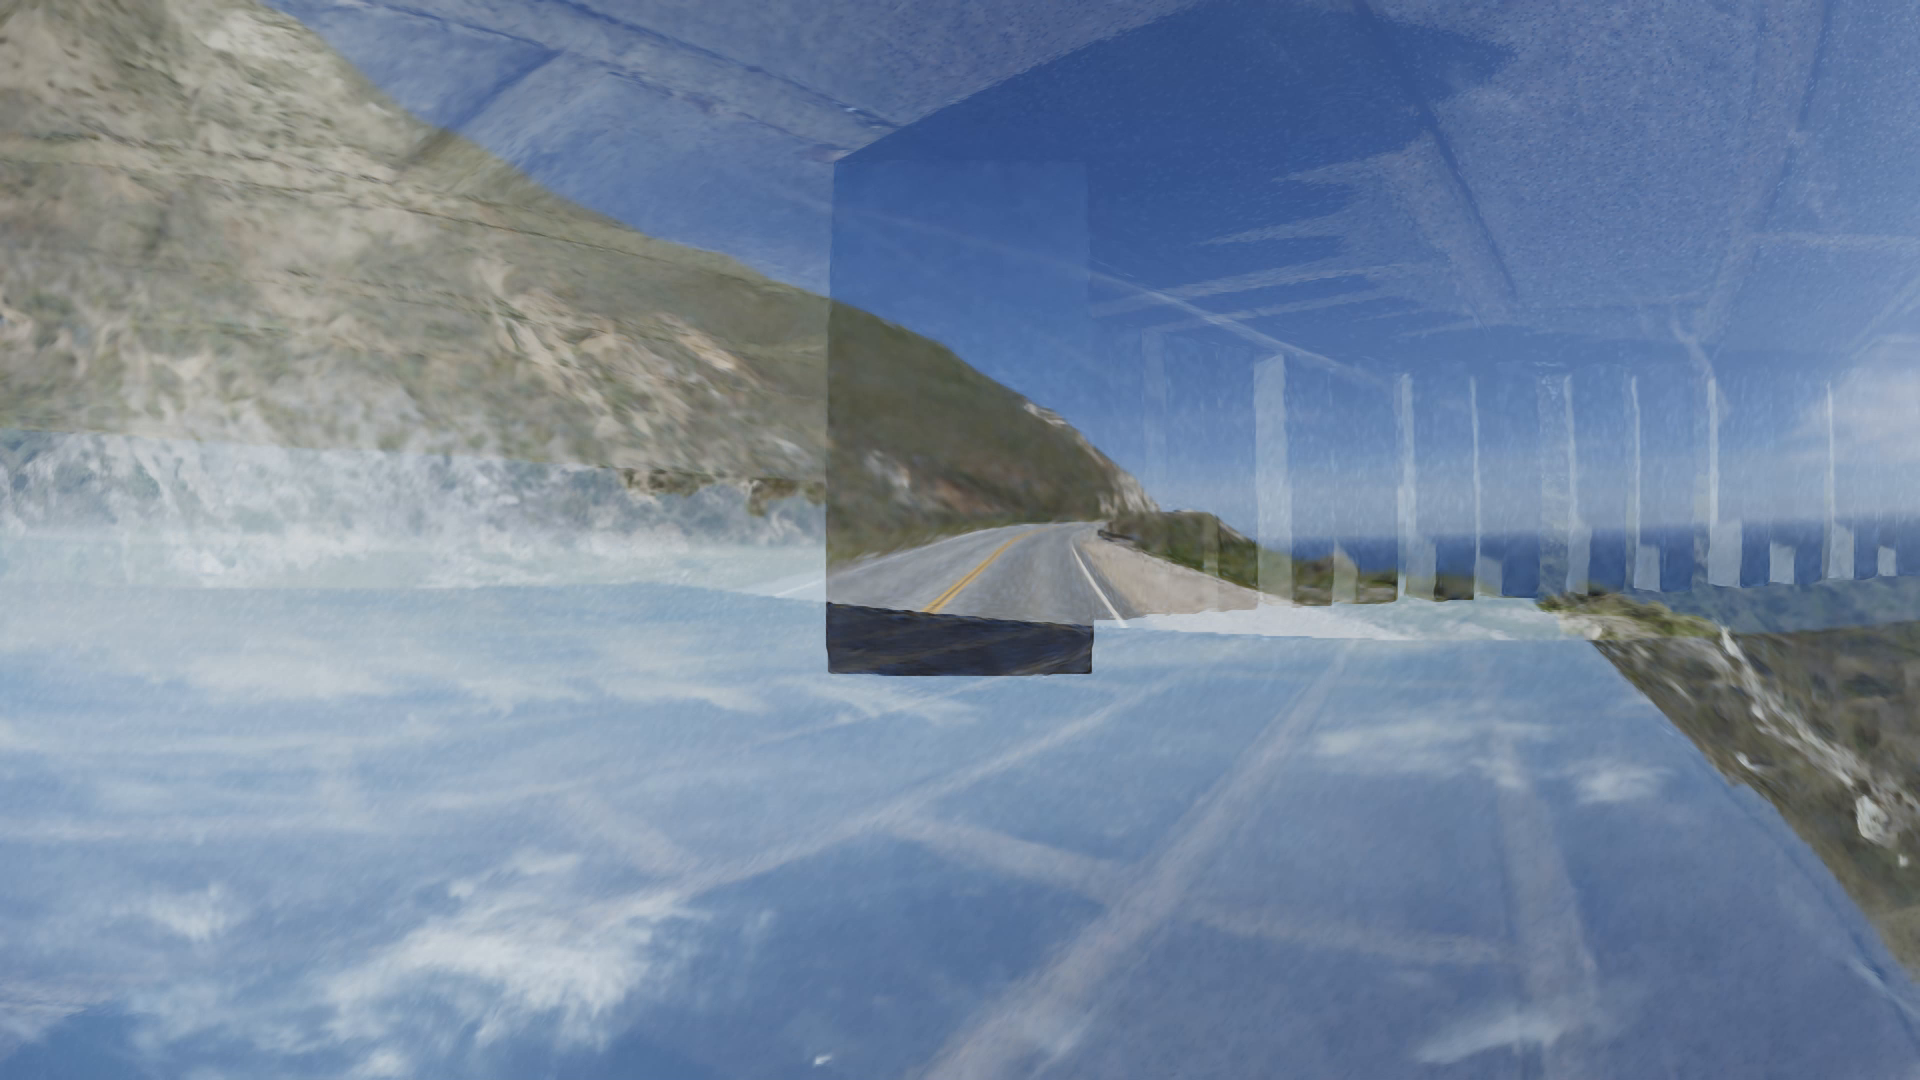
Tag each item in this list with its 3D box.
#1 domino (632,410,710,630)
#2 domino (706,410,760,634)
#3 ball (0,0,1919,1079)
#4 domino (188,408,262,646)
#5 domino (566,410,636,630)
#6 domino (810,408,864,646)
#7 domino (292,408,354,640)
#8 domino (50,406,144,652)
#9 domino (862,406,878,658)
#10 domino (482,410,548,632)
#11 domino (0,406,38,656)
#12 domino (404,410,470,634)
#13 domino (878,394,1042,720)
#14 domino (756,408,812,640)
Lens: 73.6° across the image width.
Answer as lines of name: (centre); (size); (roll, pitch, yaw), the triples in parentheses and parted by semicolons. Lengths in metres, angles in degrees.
domino: (-0.067, -0.005, 0.303); (0.009, 0.050, 0.025); (1, 4, 9)
domino: (-0.047, -0.005, 0.297); (0.010, 0.050, 0.025); (2, 5, 23)
ball: (0.000, -0.002, 0.056); (0.080, 0.080, 0.080); (0, 4, 0)
domino: (-0.162, -0.004, 0.283); (0.009, 0.050, 0.025); (-2, 5, -24)
domino: (-0.085, -0.005, 0.304); (0.010, 0.050, 0.025); (0, 4, -3)
domino: (-0.020, -0.003, 0.279); (0.025, 0.050, 0.010); (-4, 6, -44)
domino: (-0.144, -0.004, 0.290); (0.009, 0.050, 0.025); (-2, 5, -23)
domino: (-0.184, -0.003, 0.274); (0.010, 0.050, 0.025); (-2, 5, -22)
domino: (-0.006, -0.002, 0.260); (0.025, 0.050, 0.010); (-2, 5, -27)
domino: (-0.104, -0.005, 0.302); (0.009, 0.050, 0.025); (-1, 4, -10)
domino: (-0.201, -0.002, 0.266); (0.009, 0.050, 0.025); (-2, 5, -26)
domino: (-0.121, -0.005, 0.298); (0.009, 0.050, 0.025); (-1, 4, -14)
domino: (0.000, 0.002, 0.201); (0.025, 0.050, 0.010); (0, 4, 0)
domino: (-0.034, -0.004, 0.290); (0.010, 0.050, 0.025); (3, 5, 32)
